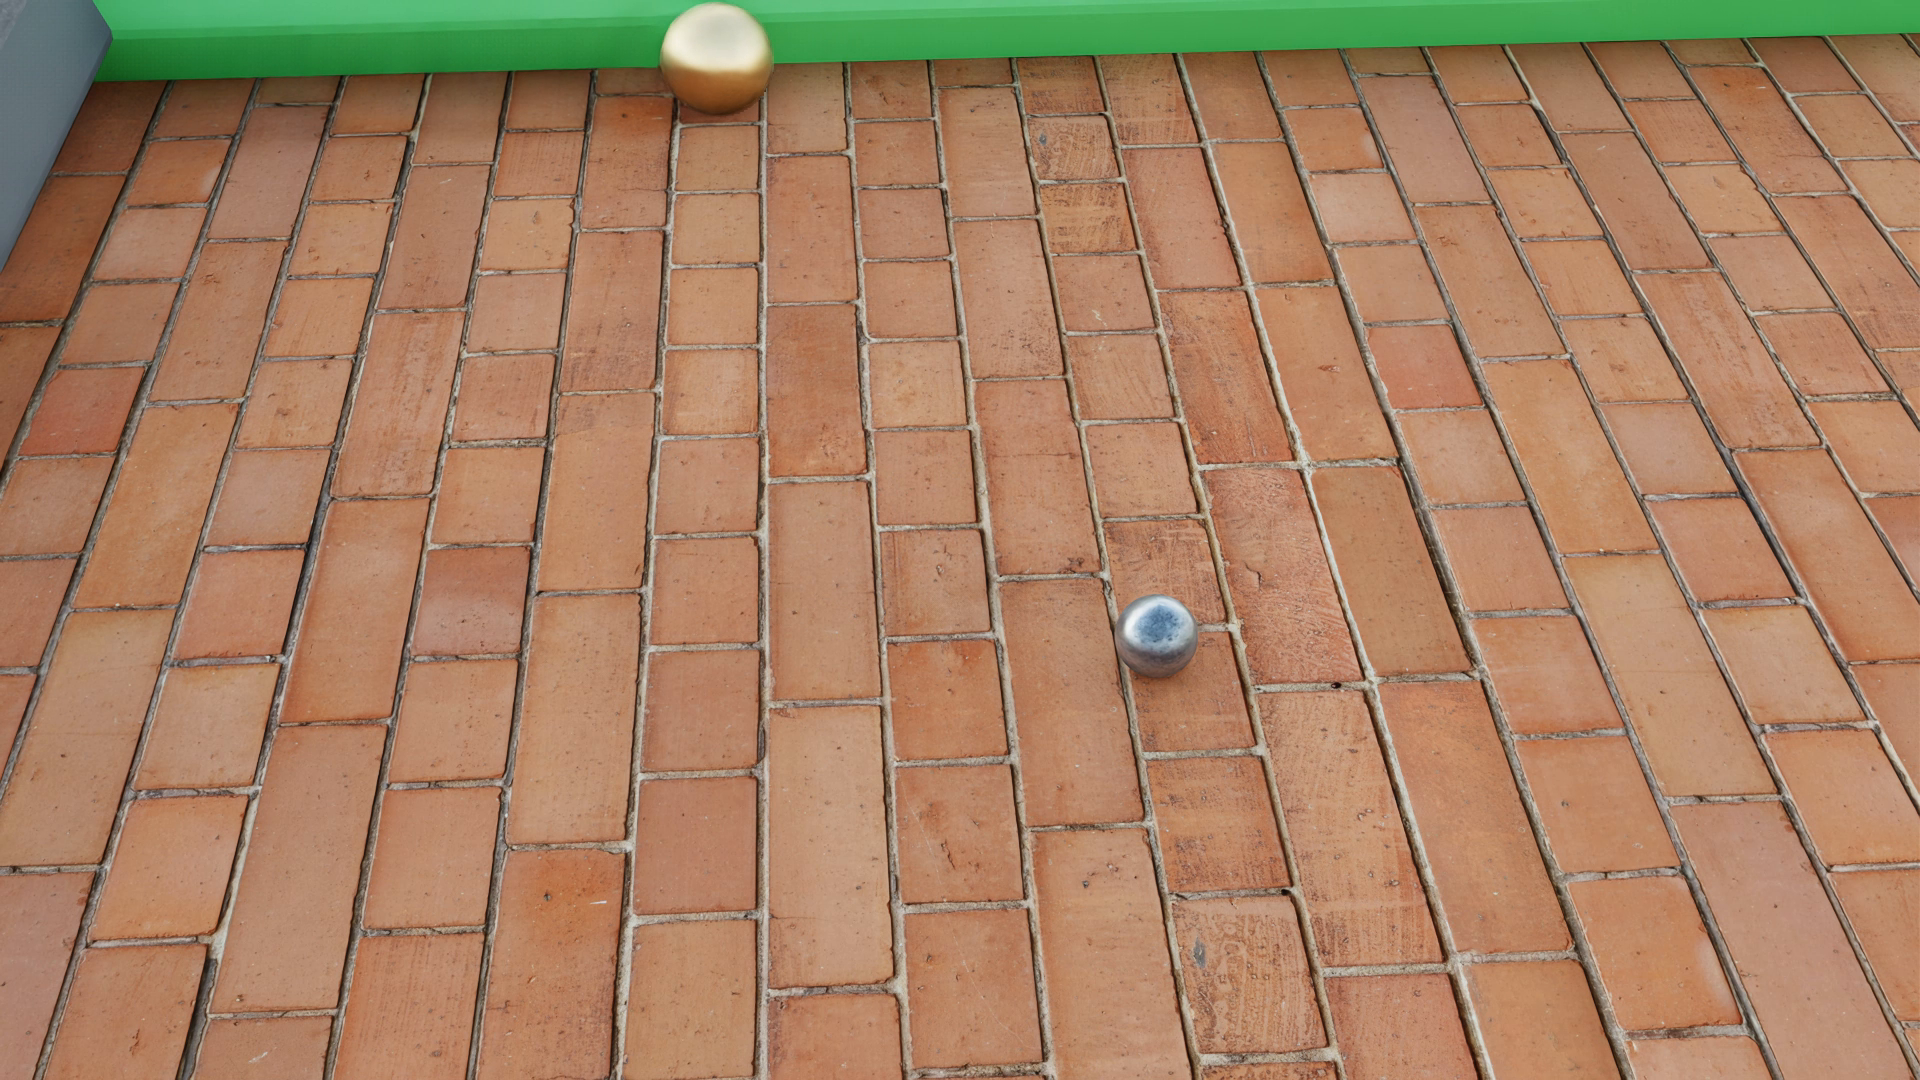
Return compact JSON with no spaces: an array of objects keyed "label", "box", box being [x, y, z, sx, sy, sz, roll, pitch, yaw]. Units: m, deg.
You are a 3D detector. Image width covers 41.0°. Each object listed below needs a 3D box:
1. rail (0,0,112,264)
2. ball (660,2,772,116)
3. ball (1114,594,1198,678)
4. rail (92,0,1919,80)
[{"label":"rail","box":[-0.726,0.000,1.652,0.045,0.128,1.624,-2,36,-3]},{"label":"ball","box":[-0.216,-0.426,2.270,0.099,0.099,0.099,0,36,0]},{"label":"ball","box":[0.125,0.061,1.633,0.054,0.054,0.054,0,36,0]},{"label":"rail","box":[0.701,-0.513,2.364,3.004,0.128,0.045,-2,36,-3]}]
